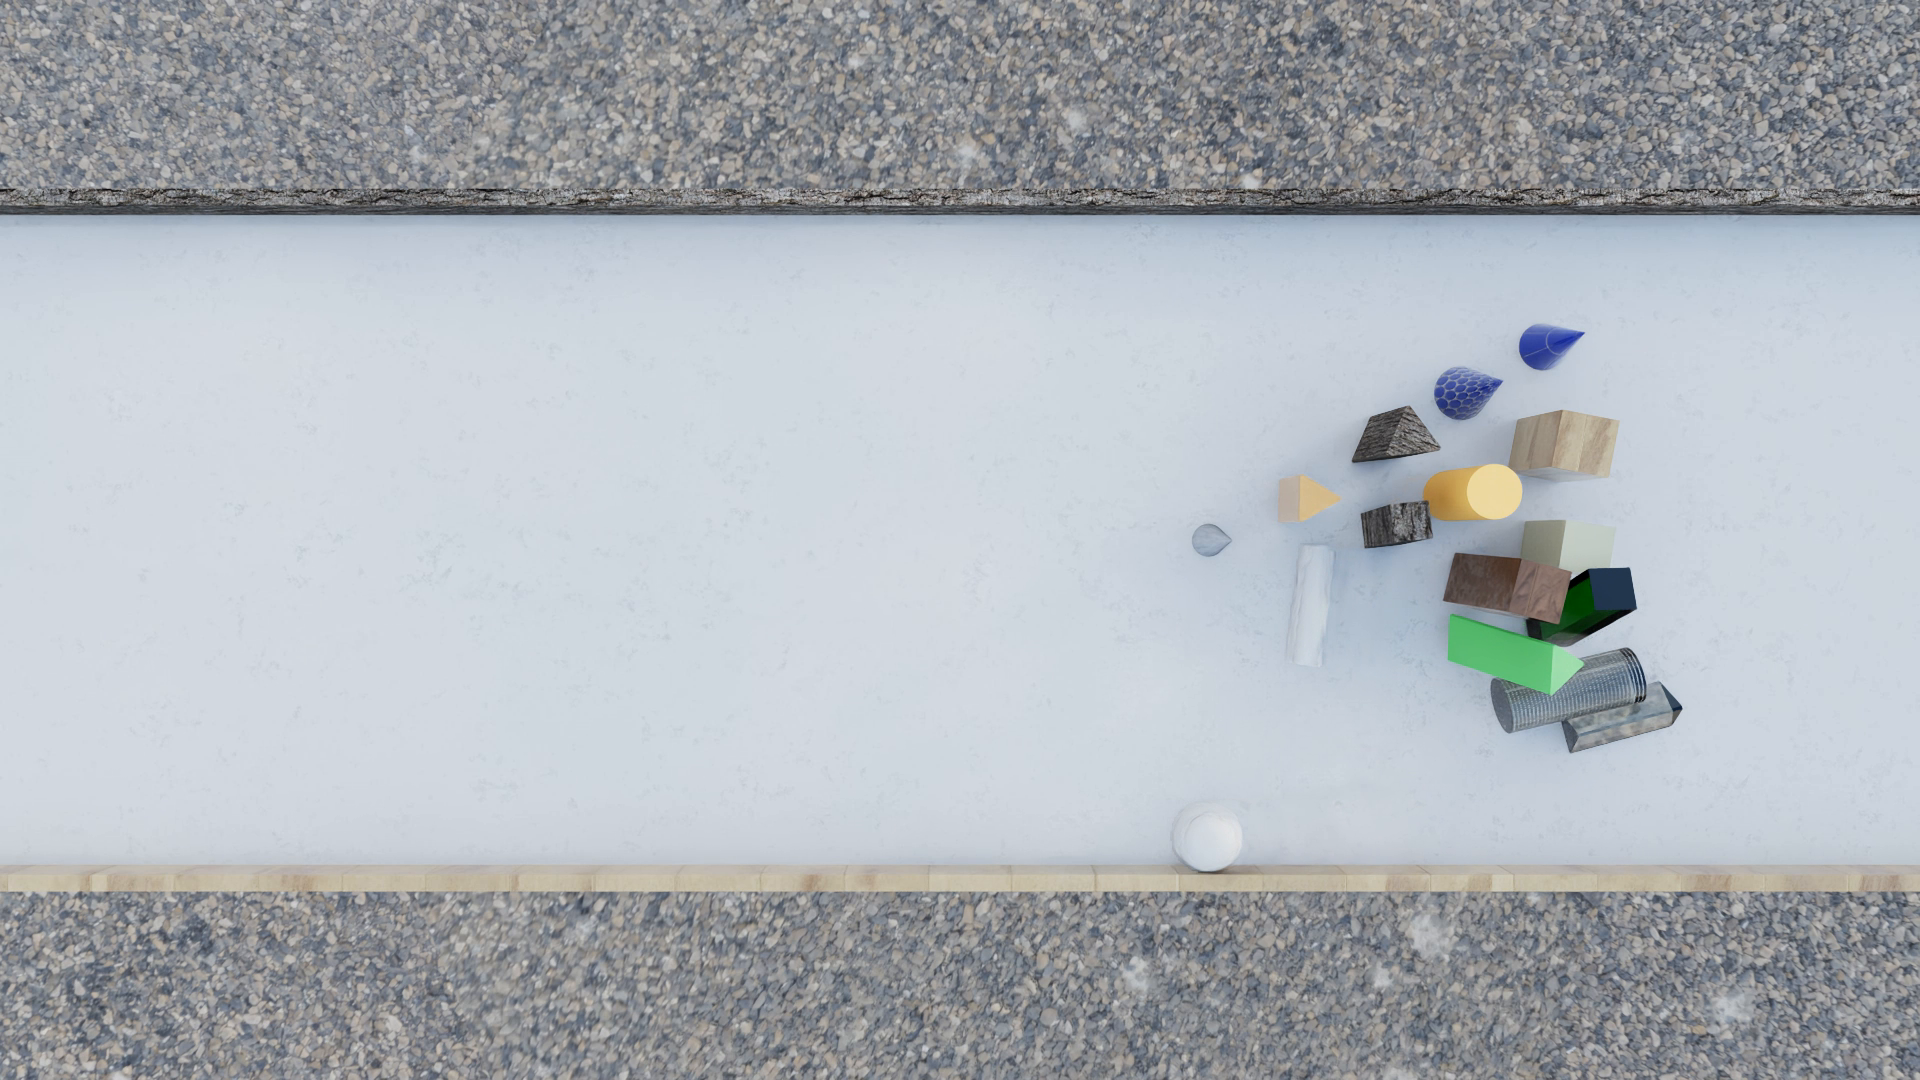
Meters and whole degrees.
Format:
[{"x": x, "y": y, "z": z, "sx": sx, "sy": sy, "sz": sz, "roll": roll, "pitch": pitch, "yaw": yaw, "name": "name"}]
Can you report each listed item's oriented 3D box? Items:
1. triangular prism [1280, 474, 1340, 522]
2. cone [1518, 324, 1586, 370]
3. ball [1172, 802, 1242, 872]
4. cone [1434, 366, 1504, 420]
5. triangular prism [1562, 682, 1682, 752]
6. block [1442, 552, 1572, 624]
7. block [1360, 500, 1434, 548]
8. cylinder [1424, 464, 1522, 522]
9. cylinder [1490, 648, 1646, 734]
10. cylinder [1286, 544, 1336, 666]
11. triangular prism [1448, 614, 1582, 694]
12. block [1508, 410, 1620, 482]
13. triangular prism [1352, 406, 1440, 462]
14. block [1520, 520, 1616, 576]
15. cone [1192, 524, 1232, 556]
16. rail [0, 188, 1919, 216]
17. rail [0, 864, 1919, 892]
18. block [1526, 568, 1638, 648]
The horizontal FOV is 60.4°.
[{"x": 1.014, "y": -0.138, "z": 4.919, "sx": 0.135, "sy": 0.315, "sz": 0.117, "roll": -29, "pitch": 90, "yaw": 0, "name": "triangular prism"}, {"x": 1.793, "y": -0.595, "z": 4.901, "sx": 0.146, "sy": 0.351, "sz": 0.146, "roll": 0, "pitch": 90, "yaw": 0, "name": "cone"}, {"x": 0.747, "y": 0.895, "z": 4.972, "sx": 0.209, "sy": 0.209, "sz": 0.209, "roll": 0, "pitch": 90, "yaw": 0, "name": "ball"}, {"x": 1.542, "y": -0.452, "z": 4.876, "sx": 0.166, "sy": 0.401, "sz": 0.166, "roll": 0, "pitch": 90, "yaw": 0, "name": "cone"}, {"x": 2.013, "y": 0.545, "z": 5.012, "sx": 0.323, "sy": 0.122, "sz": 0.141, "roll": -15, "pitch": 90, "yaw": 0, "name": "triangular prism"}, {"x": 1.599, "y": 0.138, "z": 4.842, "sx": 0.153, "sy": 0.455, "sz": 0.153, "roll": 14, "pitch": 90, "yaw": -7, "name": "block"}, {"x": 1.290, "y": -0.043, "z": 4.885, "sx": 0.109, "sy": 0.376, "sz": 0.109, "roll": -6, "pitch": 87, "yaw": 1, "name": "block"}, {"x": 1.504, "y": -0.136, "z": 4.857, "sx": 0.156, "sy": 0.439, "sz": 0.156, "roll": 0, "pitch": 90, "yaw": 0, "name": "cylinder"}, {"x": 1.838, "y": 0.455, "z": 4.991, "sx": 0.410, "sy": 0.172, "sz": 0.172, "roll": -13, "pitch": 90, "yaw": 0, "name": "cylinder"}, {"x": 1.069, "y": 0.200, "z": 5.023, "sx": 0.106, "sy": 0.106, "sz": 0.359, "roll": 8, "pitch": 90, "yaw": 0, "name": "cylinder"}, {"x": 1.640, "y": 0.326, "z": 4.876, "sx": 0.127, "sy": 0.398, "sz": 0.146, "roll": -7, "pitch": 104, "yaw": -28, "name": "triangular prism"}, {"x": 1.781, "y": -0.274, "z": 4.886, "sx": 0.166, "sy": 0.382, "sz": 0.166, "roll": 11, "pitch": 90, "yaw": 0, "name": "block"}, {"x": 1.275, "y": -0.315, "z": 4.870, "sx": 0.154, "sy": 0.412, "sz": 0.133, "roll": -7, "pitch": 90, "yaw": 0, "name": "triangular prism"}, {"x": 1.801, "y": 0.024, "z": 4.905, "sx": 0.145, "sy": 0.342, "sz": 0.145, "roll": 9, "pitch": 90, "yaw": 0, "name": "block"}, {"x": 0.765, "y": 0.001, "z": 4.850, "sx": 0.102, "sy": 0.453, "sz": 0.102, "roll": 0, "pitch": 90, "yaw": 0, "name": "cone"}, {"x": -2.247, "y": -1.025, "z": 5.002, "sx": 12.000, "sy": 0.150, "sz": 0.050, "roll": 0, "pitch": 90, "yaw": 0, "name": "rail"}, {"x": -2.247, "y": 1.025, "z": 5.001, "sx": 12.000, "sy": 0.150, "sz": 0.050, "roll": 0, "pitch": 90, "yaw": 0, "name": "rail"}, {"x": 1.812, "y": 0.203, "z": 4.835, "sx": 0.121, "sy": 0.459, "sz": 0.121, "roll": -2, "pitch": 73, "yaw": -4, "name": "block"}]
